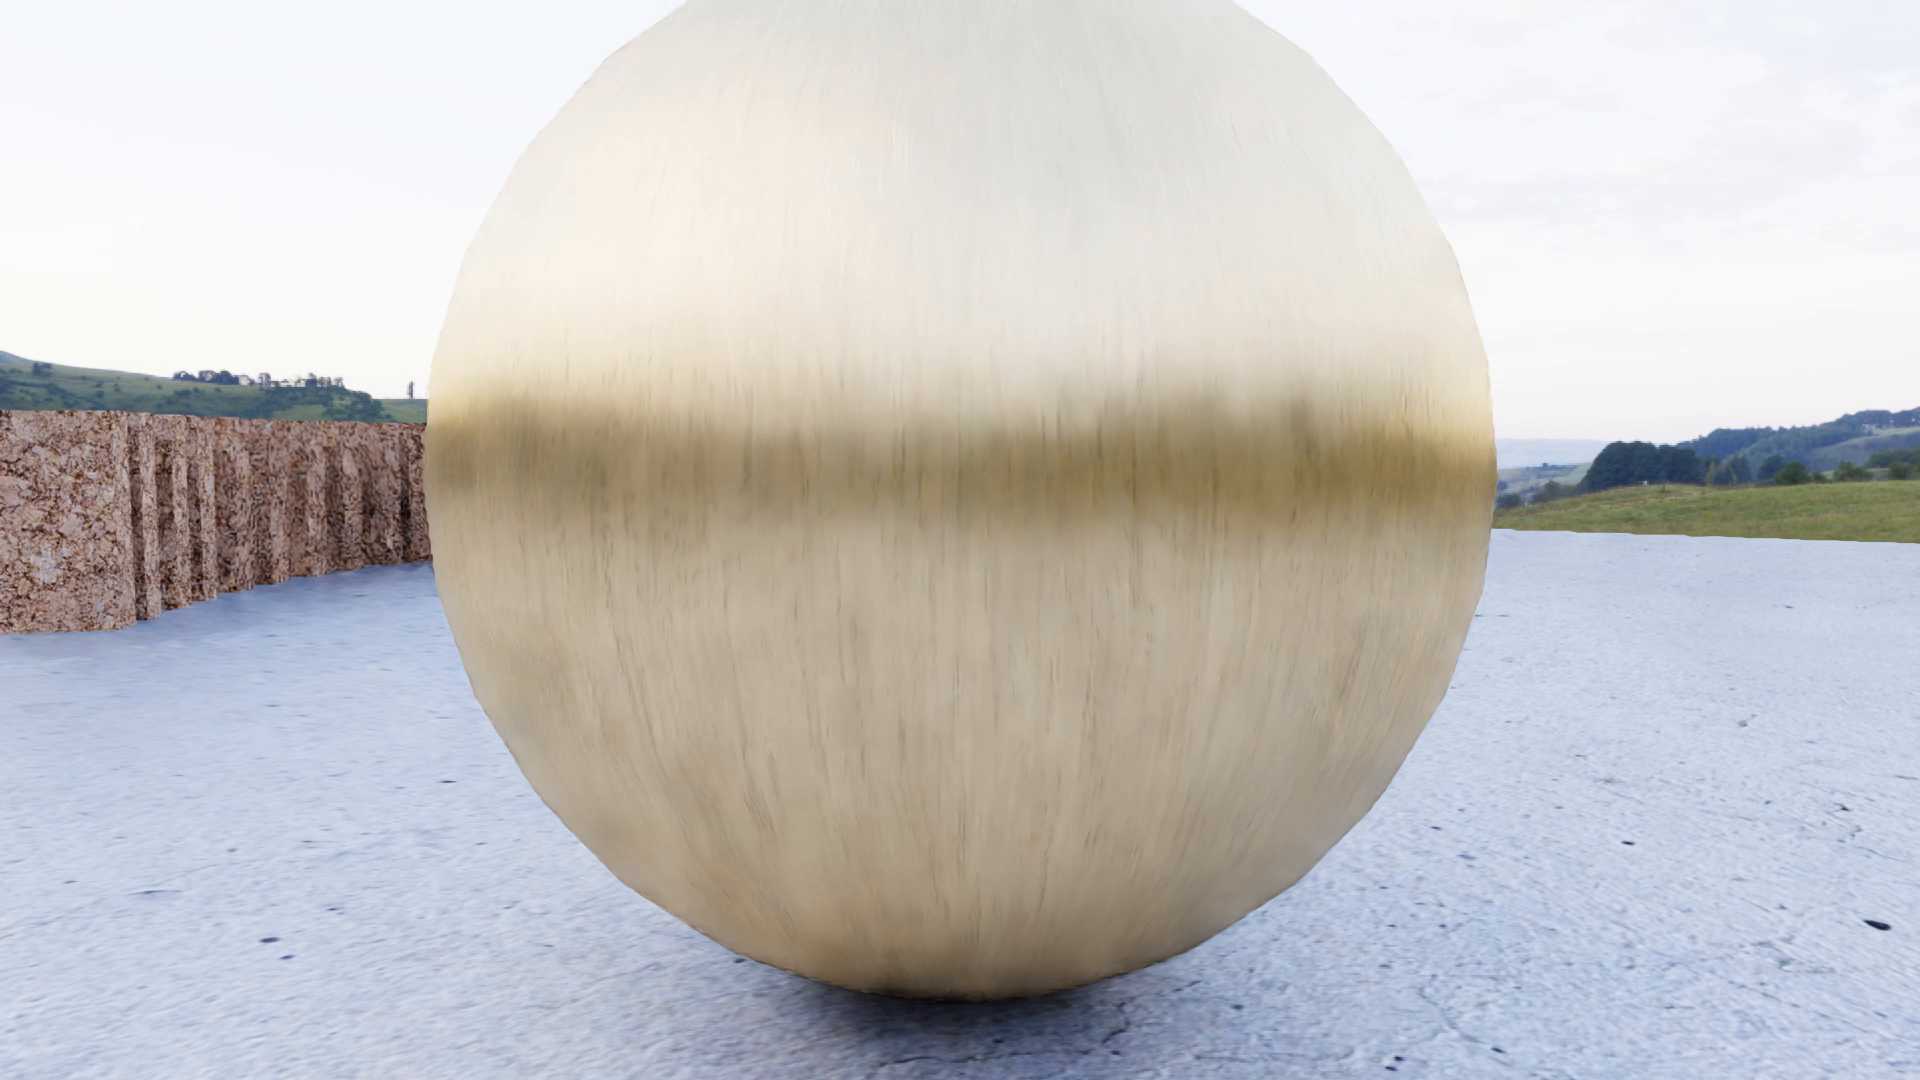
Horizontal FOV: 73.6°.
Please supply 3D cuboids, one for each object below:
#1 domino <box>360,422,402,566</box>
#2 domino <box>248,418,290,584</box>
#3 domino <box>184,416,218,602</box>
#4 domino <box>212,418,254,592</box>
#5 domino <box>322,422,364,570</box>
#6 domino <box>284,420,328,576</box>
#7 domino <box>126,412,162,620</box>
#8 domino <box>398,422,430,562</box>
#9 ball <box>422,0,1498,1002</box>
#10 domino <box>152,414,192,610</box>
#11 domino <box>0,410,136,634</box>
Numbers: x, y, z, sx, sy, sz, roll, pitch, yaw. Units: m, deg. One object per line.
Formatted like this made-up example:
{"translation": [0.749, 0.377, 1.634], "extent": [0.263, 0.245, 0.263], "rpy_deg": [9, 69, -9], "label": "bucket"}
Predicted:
{"translation": [-0.212, -0.017, 0.455], "extent": [0.025, 0.050, 0.010], "rpy_deg": [2, 5, 20], "label": "domino"}
{"translation": [-0.221, -0.012, 0.393], "extent": [0.025, 0.050, 0.010], "rpy_deg": [0, 4, 0], "label": "domino"}
{"translation": [-0.218, -0.009, 0.348], "extent": [0.025, 0.050, 0.009], "rpy_deg": [-1, 4, -9], "label": "domino"}
{"translation": [-0.220, -0.010, 0.371], "extent": [0.025, 0.050, 0.009], "rpy_deg": [0, 4, -4], "label": "domino"}
{"translation": [-0.217, -0.015, 0.435], "extent": [0.025, 0.050, 0.010], "rpy_deg": [1, 4, 11], "label": "domino"}
{"translation": [-0.220, -0.014, 0.415], "extent": [0.025, 0.050, 0.010], "rpy_deg": [0, 4, 5], "label": "domino"}
{"translation": [-0.209, -0.006, 0.309], "extent": [0.025, 0.050, 0.009], "rpy_deg": [-1, 4, -14], "label": "domino"}
{"translation": [-0.205, -0.018, 0.470], "extent": [0.025, 0.050, 0.010], "rpy_deg": [3, 5, 34], "label": "domino"}
{"translation": [0.000, -0.005, 0.103], "extent": [0.080, 0.080, 0.080], "rpy_deg": [0, 4, 0], "label": "ball"}
{"translation": [-0.214, -0.007, 0.330], "extent": [0.025, 0.050, 0.009], "rpy_deg": [-1, 4, -12], "label": "domino"}
{"translation": [-0.205, -0.004, 0.293], "extent": [0.025, 0.050, 0.009], "rpy_deg": [-1, 4, -14], "label": "domino"}
